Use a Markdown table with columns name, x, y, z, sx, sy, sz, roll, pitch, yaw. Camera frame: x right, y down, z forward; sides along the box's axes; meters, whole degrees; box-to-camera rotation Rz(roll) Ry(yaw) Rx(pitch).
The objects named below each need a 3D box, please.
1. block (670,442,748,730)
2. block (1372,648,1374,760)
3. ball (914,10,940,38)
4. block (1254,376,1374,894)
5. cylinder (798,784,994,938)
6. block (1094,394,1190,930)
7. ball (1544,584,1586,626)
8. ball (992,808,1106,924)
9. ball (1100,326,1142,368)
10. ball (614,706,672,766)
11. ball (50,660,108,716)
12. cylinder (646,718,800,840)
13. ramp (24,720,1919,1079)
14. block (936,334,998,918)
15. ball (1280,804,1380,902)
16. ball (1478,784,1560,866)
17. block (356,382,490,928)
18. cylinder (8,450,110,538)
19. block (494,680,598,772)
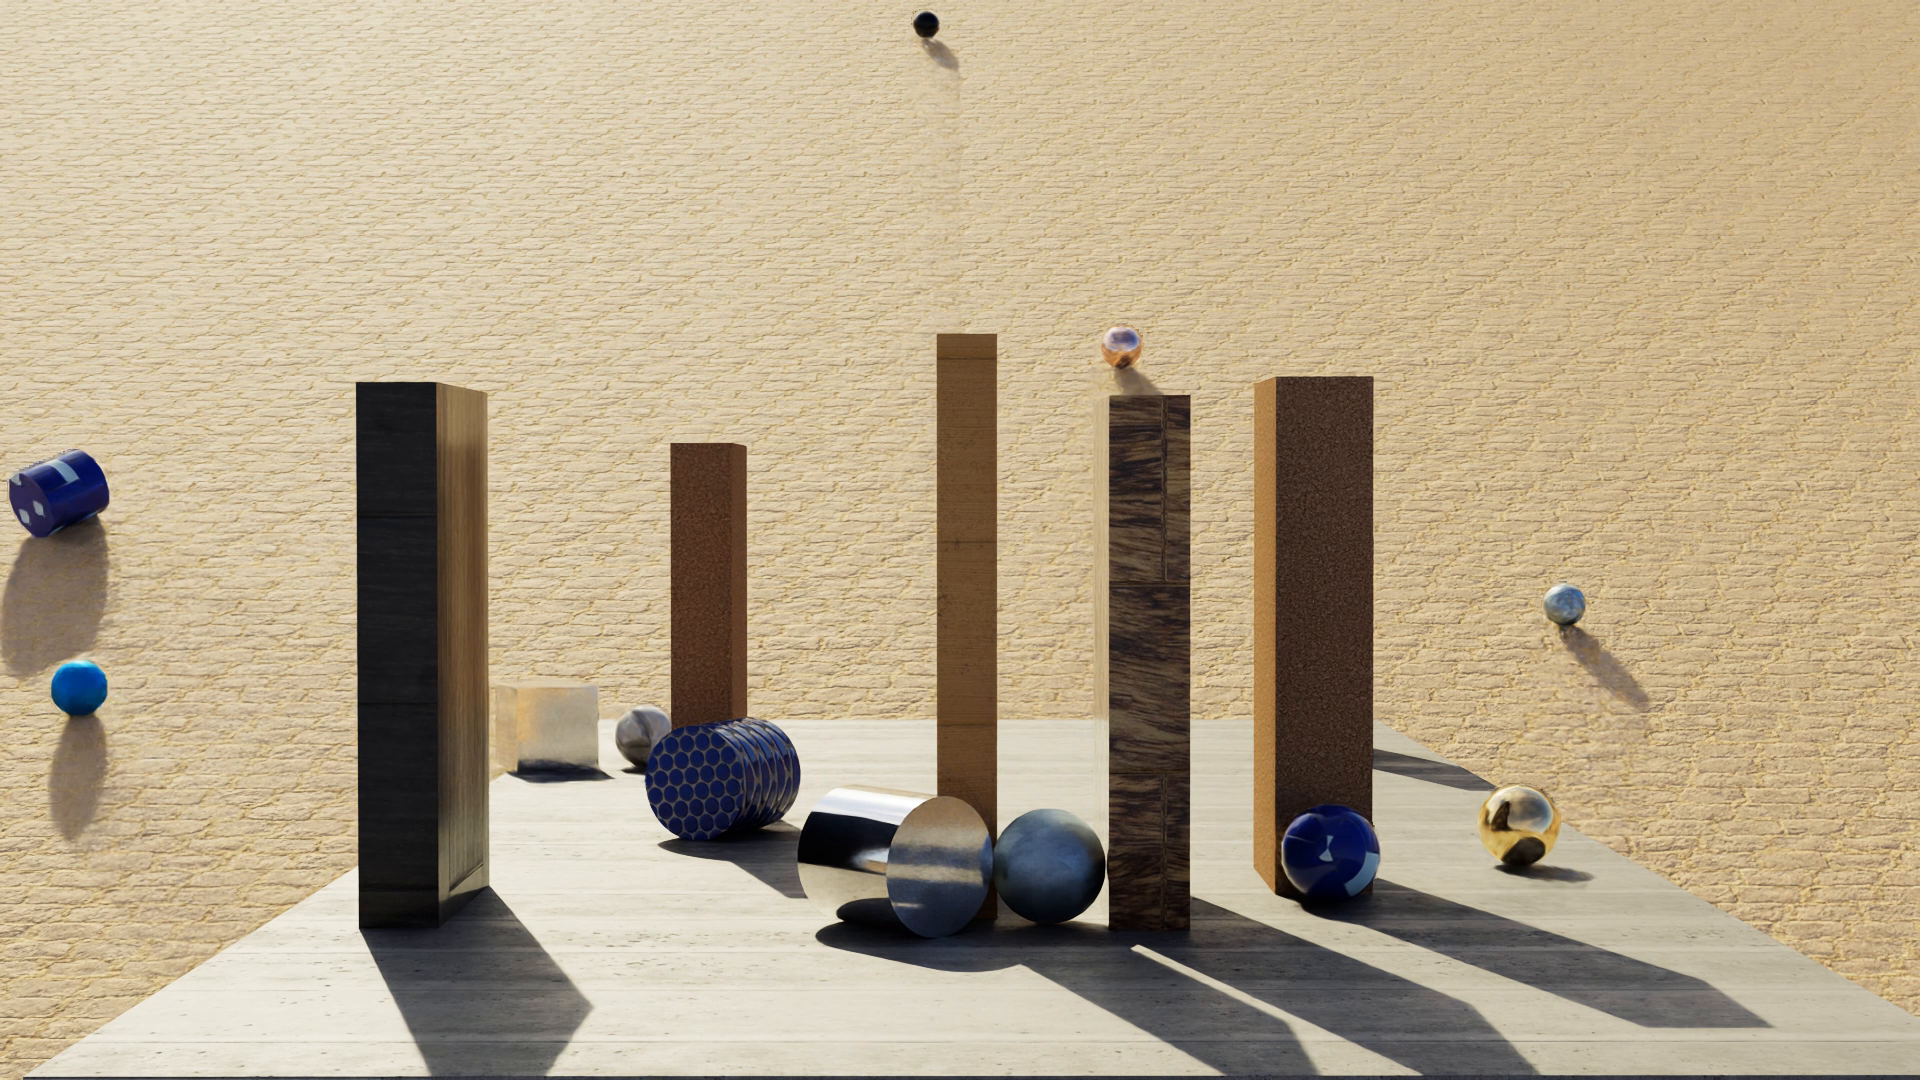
| name | x | y | z | sx | sy | sz | roll | pitch | yaw |
| --- | --- | --- | --- | --- | --- | --- | --- | --- | --- |
| block | -0.453 | 0.161 | 4.684 | 0.107 | 0.669 | 0.327 | 0 | 1 | 0 |
| block | 0.851 | 0.231 | 5.791 | 0.095 | 0.483 | 0.365 | 0 | 1 | 0 |
| ball | -0.162 | -2.493 | 12.486 | 0.130 | 0.130 | 0.130 | 0 | 27 | 0 |
| block | 0.526 | 0.136 | 3.864 | 0.141 | 0.749 | 0.271 | 0 | 1 | 0 |
| cylinder | -0.087 | 0.426 | 3.447 | 0.186 | 0.186 | 0.186 | -24 | 16 | -39 |
| block | 0.251 | 0.160 | 3.618 | 0.108 | 0.711 | 0.392 | 0 | 1 | 0 |
| ball | 1.686 | 0.181 | 7.201 | 0.117 | 0.117 | 0.117 | 0 | 27 | 0 |
| ball | 0.120 | 0.441 | 3.489 | 0.155 | 0.155 | 0.155 | 0 | 27 | 0 |
| ball | 0.553 | -0.660 | 8.837 | 0.145 | 0.145 | 0.145 | 0 | 27 | 0 |
| ball | -0.667 | 0.415 | 5.469 | 0.130 | 0.130 | 0.130 | 0 | 27 | 0 |
| ball | -2.307 | 0.388 | 6.761 | 0.144 | 0.144 | 0.144 | 0 | 27 | 0 |
| cylinder | -0.402 | 0.405 | 4.397 | 0.193 | 0.193 | 0.193 | 14 | 7 | 25 |
| ramp | 0.061 | 0.547 | 4.583 | 2.000 | 0.100 | 4.000 | 0 | 1 | 0 |
| block | 0.009 | 0.115 | 3.670 | 0.082 | 0.799 | 0.303 | 0 | 1 | 0 |
| ball | 0.526 | 0.445 | 3.664 | 0.140 | 0.140 | 0.140 | 0 | 27 | 0 |
| ball | 0.871 | 0.445 | 4.026 | 0.126 | 0.126 | 0.126 | 0 | 27 | 0 |
| block | -0.752 | 0.151 | 3.636 | 0.108 | 0.730 | 0.375 | 0 | 1 | 0 |
| cylinder | -2.701 | -0.139 | 7.739 | 0.204 | 0.204 | 0.204 | 18 | 32 | 31 |
| block | -0.877 | 0.393 | 5.475 | 0.174 | 0.174 | 0.174 | -1 | 1 | -26 |
